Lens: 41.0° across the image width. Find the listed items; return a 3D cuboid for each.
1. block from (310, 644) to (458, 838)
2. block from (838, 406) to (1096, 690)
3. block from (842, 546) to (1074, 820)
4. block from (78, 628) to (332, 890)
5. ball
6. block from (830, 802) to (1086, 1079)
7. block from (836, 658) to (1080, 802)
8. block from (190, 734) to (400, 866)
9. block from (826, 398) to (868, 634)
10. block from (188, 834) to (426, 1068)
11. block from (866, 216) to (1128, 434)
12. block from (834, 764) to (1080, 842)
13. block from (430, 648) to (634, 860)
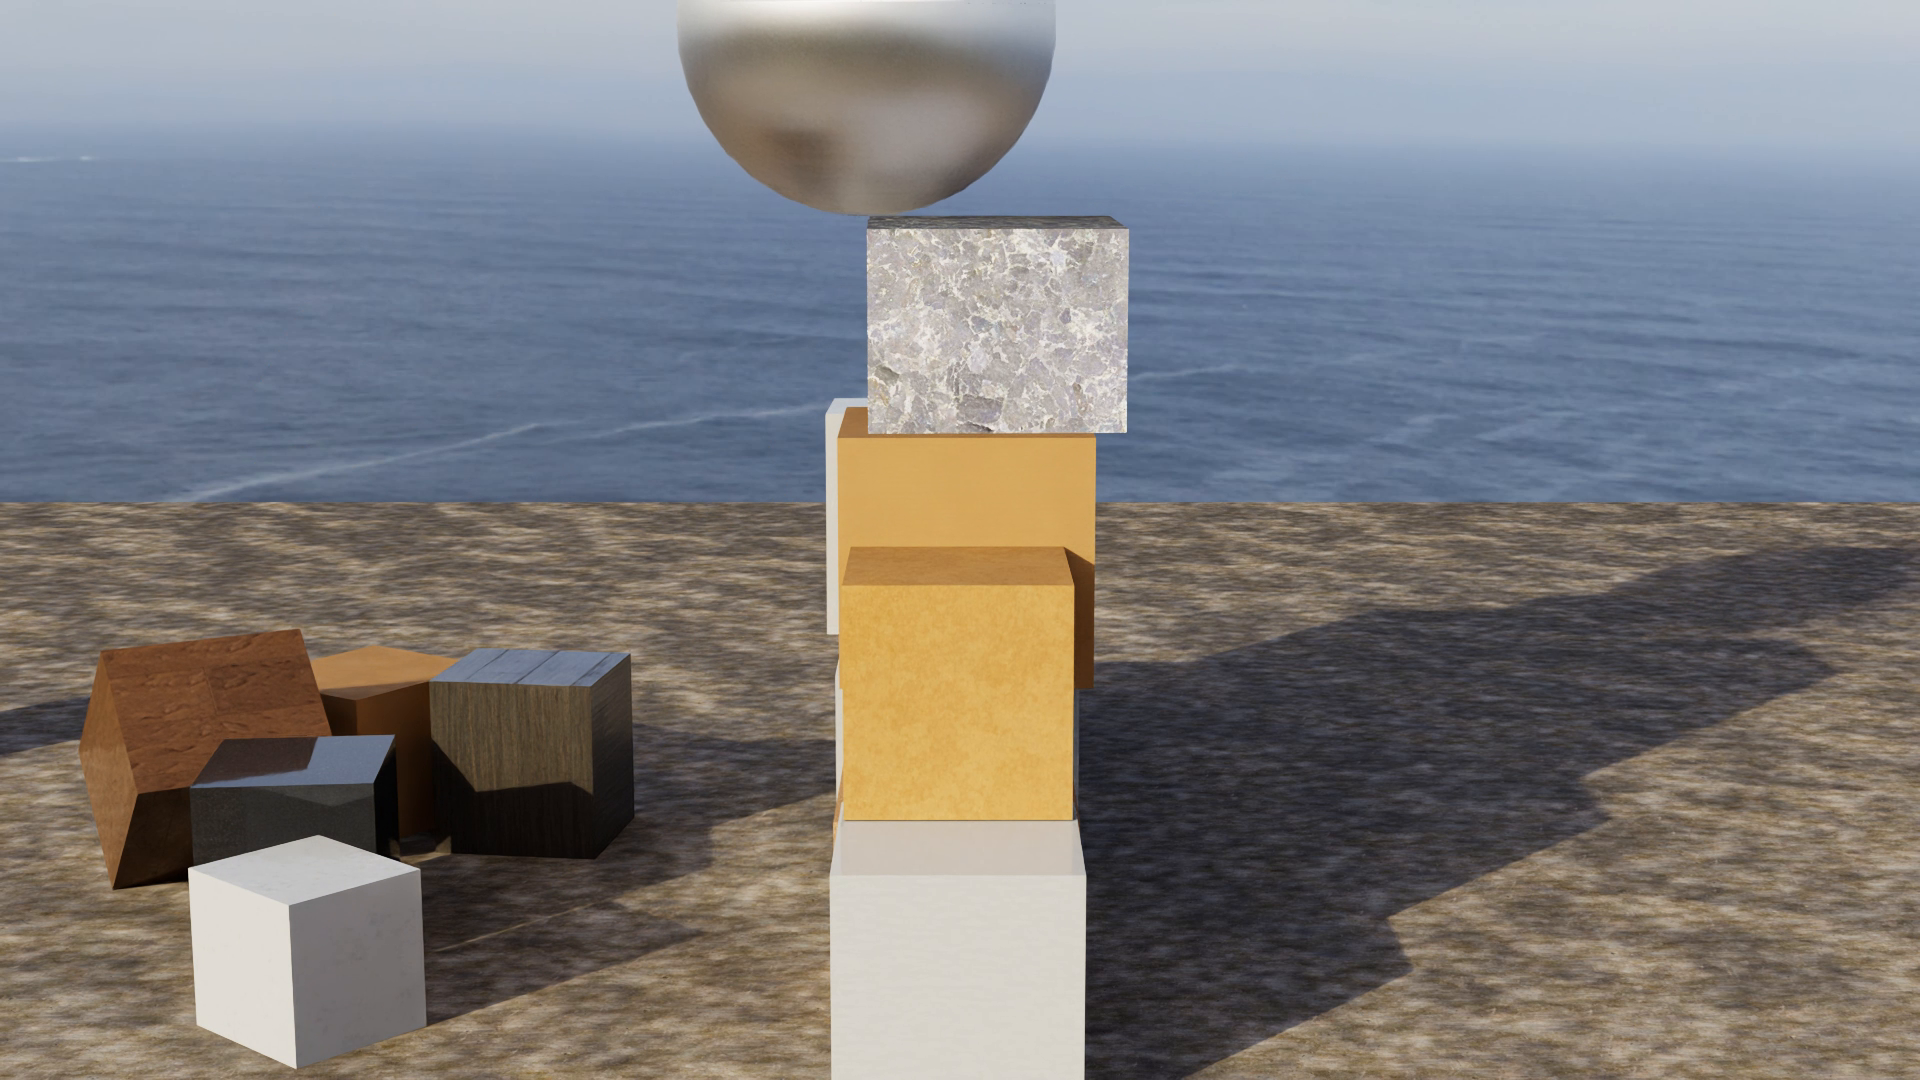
[{"bbox_3d":[-2.820,0.972,12.240,0.783,0.708,0.857,7,12,33],"label":"block"},{"bbox_3d":[0.023,0.011,10.312,0.985,0.981,0.935,0,10,0],"label":"block"},{"bbox_3d":[-0.009,0.512,9.494,0.816,0.850,0.839,0,9,0],"label":"block"},{"bbox_3d":[-3.309,0.959,11.273,0.860,0.810,0.718,-6,57,-31],"label":"block"},{"bbox_3d":[-0.392,-2.166,10.786,1.600,1.600,1.600,0,10,0],"label":"ball"},{"bbox_3d":[-0.007,1.469,9.037,0.852,0.877,0.873,0,10,0],"label":"block"},{"bbox_3d":[-0.010,1.018,10.741,0.967,1.154,0.974,0,10,0],"label":"block"},{"bbox_3d":[-2.694,1.267,10.482,0.706,0.757,0.753,-1,10,-6],"label":"block"},{"bbox_3d":[-0.108,-0.119,11.194,0.910,0.935,0.805,0,8,0],"label":"block"},{"bbox_3d":[-2.423,1.514,9.533,0.649,0.610,0.567,9,14,41],"label":"block"},{"bbox_3d":[0.134,-0.880,10.282,0.997,0.783,0.929,0,10,-1],"label":"block"},{"bbox_3d":[-0.012,1.356,9.884,0.906,0.796,0.815,0,10,0],"label":"block"},{"bbox_3d":[-1.976,0.981,11.920,0.751,0.805,0.678,1,10,8],"label":"block"}]
